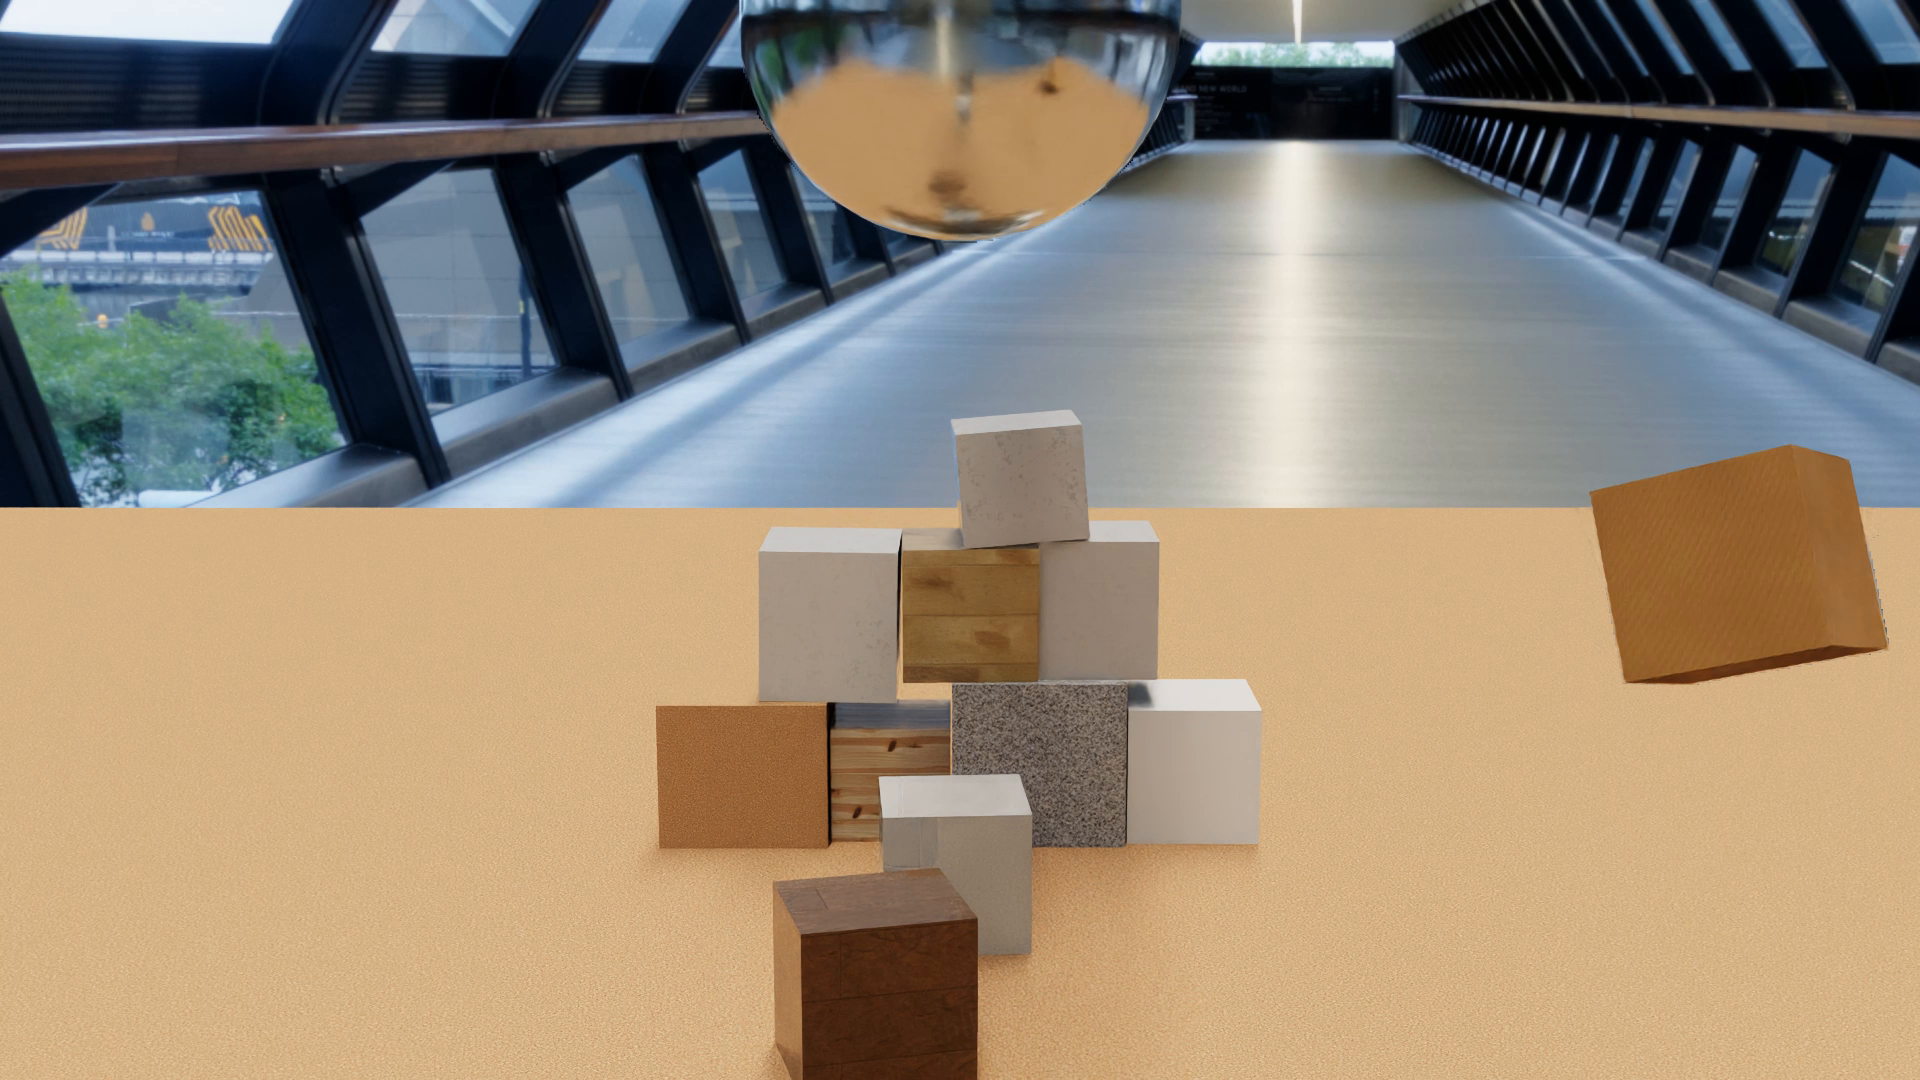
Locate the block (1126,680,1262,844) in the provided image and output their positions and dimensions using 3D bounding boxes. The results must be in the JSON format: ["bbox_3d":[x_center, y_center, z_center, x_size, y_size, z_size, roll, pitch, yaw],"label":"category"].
[{"bbox_3d":[1.176,1.136,11.374,0.668,0.695,0.653,0,10,0],"label":"block"}]

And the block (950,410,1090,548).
[{"bbox_3d":[0.297,-0.315,11.108,0.624,0.568,0.613,-5,10,-2],"label":"block"}]

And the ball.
[{"bbox_3d":[0.000,-1.887,7.945,1.600,1.600,1.600,0,10,0],"label":"ball"}]

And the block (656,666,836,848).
[{"bbox_3d":[-1.087,1.110,11.392,0.847,0.740,0.847,0,10,0],"label":"block"}]

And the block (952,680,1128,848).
[{"bbox_3d":[0.396,1.059,11.391,0.871,0.841,0.823,0,10,0],"label":"block"}]

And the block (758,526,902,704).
[{"bbox_3d":[-0.653,0.373,11.251,0.687,0.762,0.695,1,10,0],"label":"block"}]

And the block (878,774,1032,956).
[{"bbox_3d":[-0.030,1.447,9.843,0.646,0.632,0.622,-1,10,-4],"label":"block"}]

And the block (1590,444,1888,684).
[{"bbox_3d":[2.176,0.084,6.148,0.567,0.543,0.498,-15,-13,37],"label":"block"}]

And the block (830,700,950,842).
[{"bbox_3d":[-0.351,1.187,11.395,0.605,0.588,0.613,0,10,0],"label":"block"}]

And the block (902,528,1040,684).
[{"bbox_3d":[0.044,0.323,11.208,0.674,0.672,0.638,0,10,-2],"label":"block"}]

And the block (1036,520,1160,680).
[{"bbox_3d":[0.688,0.300,11.247,0.599,0.703,0.608,0,10,0],"label":"block"}]

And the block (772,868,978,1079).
[{"bbox_3d":[-0.332,1.691,8.418,0.667,0.660,0.597,-3,11,-14],"label":"block"}]
